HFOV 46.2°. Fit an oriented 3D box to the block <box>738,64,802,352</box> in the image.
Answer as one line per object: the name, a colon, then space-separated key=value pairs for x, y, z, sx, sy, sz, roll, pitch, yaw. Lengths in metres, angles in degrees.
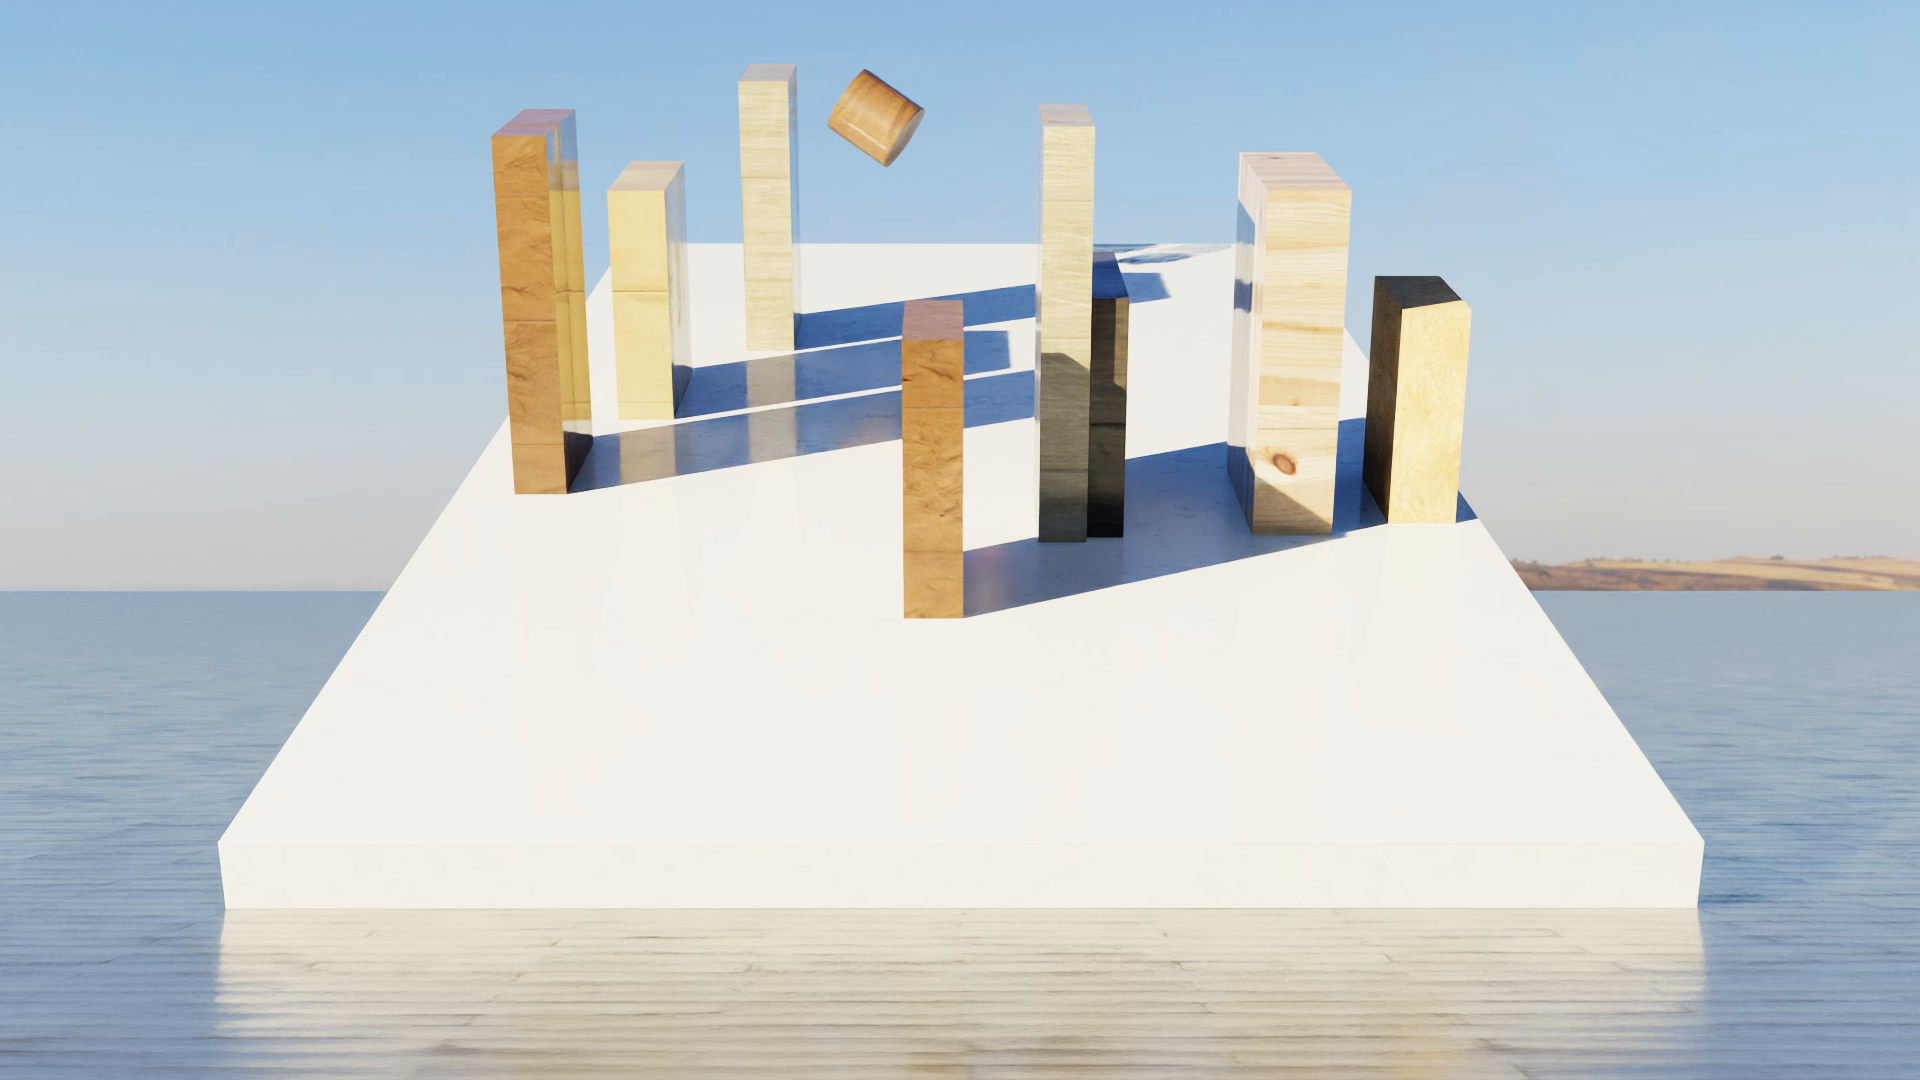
block: x=-0.469 y=-0.832 z=5.612 sx=0.117 sy=0.659 sz=0.330 roll=0 pitch=19 yaw=0

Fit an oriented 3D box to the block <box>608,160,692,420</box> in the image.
block: x=-0.695 y=-0.569 z=5.078 sx=0.122 sy=0.508 sz=0.385 roll=0 pitch=19 yaw=0

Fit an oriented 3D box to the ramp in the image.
ramp: x=-0.004 y=-0.197 z=4.936 sx=2.000 sy=0.100 sz=4.000 roll=0 pitch=19 yaw=0

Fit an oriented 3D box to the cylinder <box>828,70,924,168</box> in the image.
cylinder: x=-0.234 y=-1.178 z=6.287 sx=0.195 sy=0.195 sz=0.195 roll=35 pitch=0 yaw=2

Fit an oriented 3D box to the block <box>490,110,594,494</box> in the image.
block: x=-0.832 y=-0.483 z=4.519 sx=0.103 sy=0.708 sz=0.353 roll=0 pitch=19 yaw=0

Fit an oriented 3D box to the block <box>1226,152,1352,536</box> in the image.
block: x=0.624 y=-0.385 z=4.328 sx=0.149 sy=0.652 sz=0.419 roll=0 pitch=19 yaw=0

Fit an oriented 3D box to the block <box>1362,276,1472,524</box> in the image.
block: x=0.882 y=-0.276 z=4.373 sx=0.128 sy=0.418 sz=0.290 roll=0 pitch=19 yaw=0

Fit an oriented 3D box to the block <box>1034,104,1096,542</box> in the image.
block: x=0.191 y=-0.405 z=4.203 sx=0.090 sy=0.771 sz=0.277 roll=0 pitch=19 yaw=0

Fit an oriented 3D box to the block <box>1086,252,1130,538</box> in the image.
block: x=0.255 y=-0.289 z=4.349 sx=0.101 sy=0.457 sz=0.421 roll=0 pitch=19 yaw=0

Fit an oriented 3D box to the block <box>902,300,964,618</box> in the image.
block: x=-0.046 y=-0.143 z=3.878 sx=0.101 sy=0.486 sz=0.287 roll=0 pitch=19 yaw=0
